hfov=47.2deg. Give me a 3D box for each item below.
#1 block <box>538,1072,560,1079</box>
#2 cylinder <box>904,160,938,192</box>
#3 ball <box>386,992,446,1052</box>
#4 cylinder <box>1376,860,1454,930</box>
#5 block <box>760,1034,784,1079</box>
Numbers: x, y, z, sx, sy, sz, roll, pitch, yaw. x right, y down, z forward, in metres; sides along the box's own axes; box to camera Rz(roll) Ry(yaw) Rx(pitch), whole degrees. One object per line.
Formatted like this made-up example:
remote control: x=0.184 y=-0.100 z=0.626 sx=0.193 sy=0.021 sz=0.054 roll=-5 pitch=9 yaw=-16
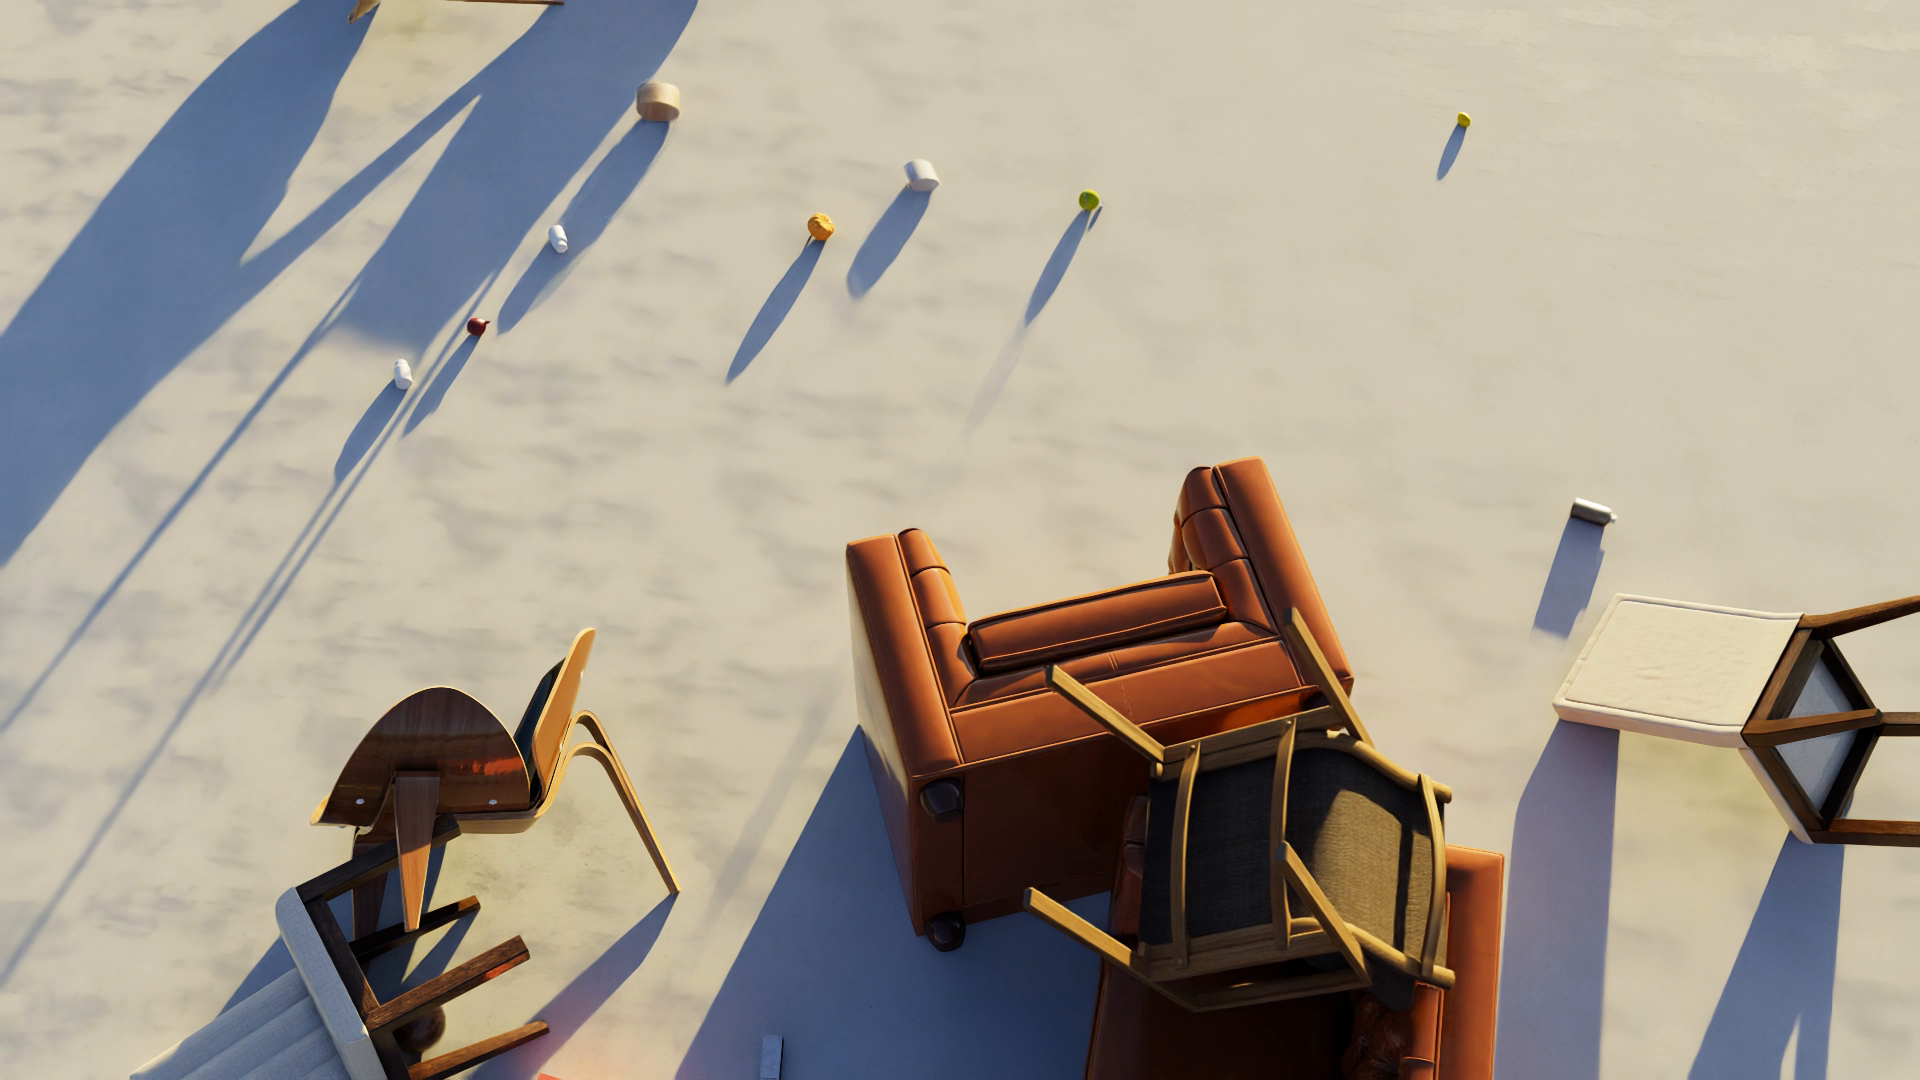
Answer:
block: x=-0.992 y=1.509 z=5.456 sx=0.199 sy=0.176 sz=0.276 roll=15 pitch=57 yaw=10
cylinder: x=-0.130 y=-1.219 z=7.352 sx=0.101 sy=0.059 sz=0.088 roll=-3 pitch=54 yaw=-26
ball: x=-1.398 y=1.240 z=5.651 sx=0.152 sy=0.152 sz=0.152 roll=0 pitch=56 yaw=0
cylinder: x=1.211 y=0.946 z=5.857 sx=0.180 sy=0.122 sz=0.186 roll=-1 pitch=83 yaw=0
block: x=-0.484 y=1.335 z=5.652 sx=0.049 sy=0.044 sz=0.113 roll=2 pitch=56 yaw=1
